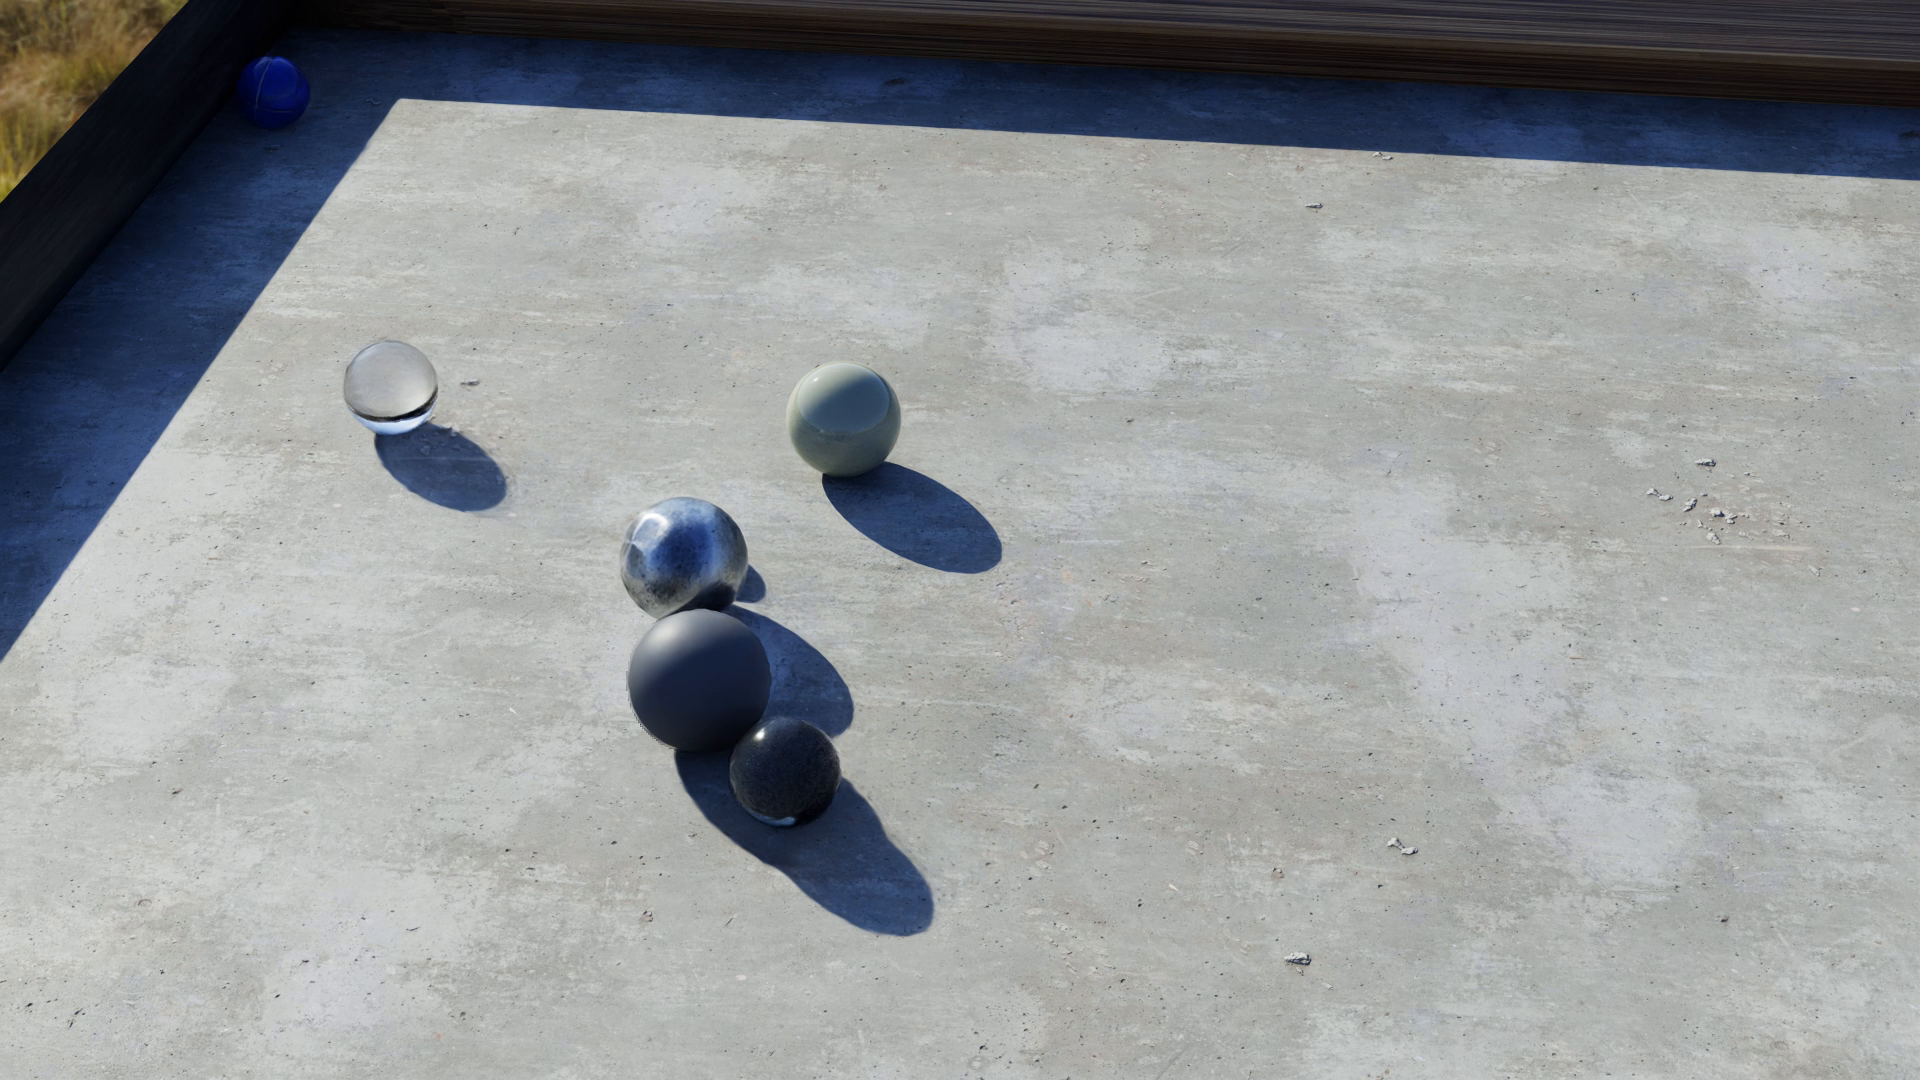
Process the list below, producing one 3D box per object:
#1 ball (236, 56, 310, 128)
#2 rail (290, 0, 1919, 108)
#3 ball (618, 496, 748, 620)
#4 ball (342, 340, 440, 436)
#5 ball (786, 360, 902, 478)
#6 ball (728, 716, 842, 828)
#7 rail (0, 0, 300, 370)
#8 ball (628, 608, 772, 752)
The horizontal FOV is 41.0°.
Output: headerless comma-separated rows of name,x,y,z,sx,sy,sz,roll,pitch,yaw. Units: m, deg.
ball,-0.670,-0.437,2.502,0.070,0.070,0.070,0,35,0
rail,0.935,-0.470,2.500,3.325,0.124,0.045,4,35,6
ball,-0.197,0.015,1.832,0.092,0.092,0.092,0,35,0
ball,-0.453,-0.121,2.042,0.076,0.076,0.076,0,35,0
ball,-0.090,-0.094,1.990,0.090,0.090,0.090,0,35,0
ball,-0.113,0.150,1.655,0.072,0.072,0.072,0,35,0
rail,-0.801,-0.076,1.933,0.045,0.124,1.842,4,35,6
ball,-0.174,0.094,1.715,0.096,0.096,0.096,0,35,0
